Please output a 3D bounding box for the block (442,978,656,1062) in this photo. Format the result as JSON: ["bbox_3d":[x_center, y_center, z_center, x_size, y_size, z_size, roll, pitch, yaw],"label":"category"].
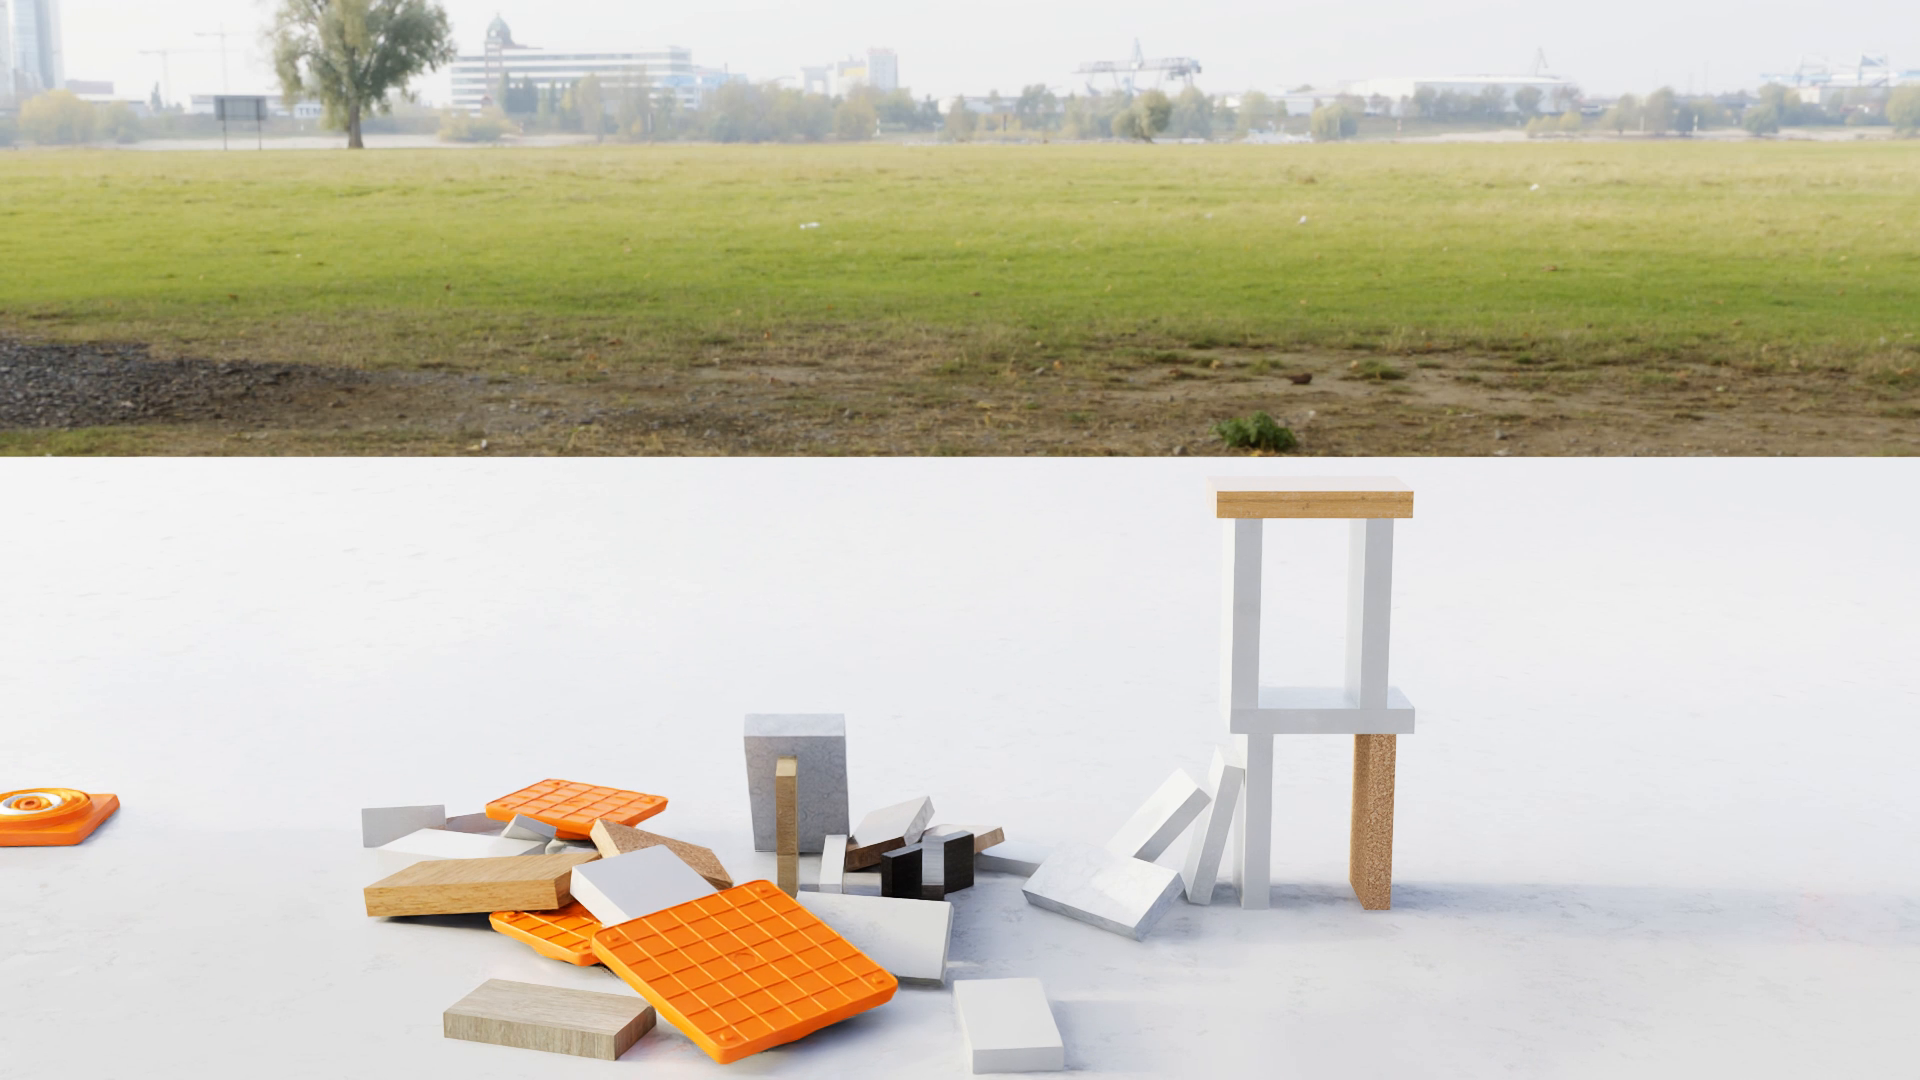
[{"bbox_3d":[-0.578,0.676,3.105,0.265,0.037,0.132,3,11,17],"label":"block"}]

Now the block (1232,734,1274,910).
[{"bbox_3d":[0.484,0.445,3.638,0.042,0.297,0.149,0,11,0],"label":"block"}]

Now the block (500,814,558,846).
[{"bbox_3d":[-0.745,0.509,3.784,0.072,0.020,0.144,23,-28,-13],"label":"block"}]

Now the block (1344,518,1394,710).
[{"bbox_3d":[0.663,0.105,3.576,0.044,0.311,0.155,0,11,0],"label":"block"}]

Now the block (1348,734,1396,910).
[{"bbox_3d":[0.682,0.445,3.638,0.042,0.297,0.148,0,11,0],"label":"block"}]

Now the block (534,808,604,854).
[{"bbox_3d":[-0.661,0.532,3.882,0.128,0.036,0.257,-10,14,-42],"label":"block"}]

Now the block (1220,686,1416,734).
[{"bbox_3d":[0.583,0.278,3.607,0.297,0.042,0.149,0,11,0],"label":"block"}]

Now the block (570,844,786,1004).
[{"bbox_3d":[-0.435,0.581,3.363,0.167,0.047,0.334,-9,28,-41],"label":"block"}]

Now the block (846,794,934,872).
[{"bbox_3d":[-0.127,0.516,3.874,0.120,0.034,0.239,-17,7,13],"label":"block"}]

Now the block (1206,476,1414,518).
[{"bbox_3d":[0.560,-0.070,3.543,0.310,0.044,0.155,0,11,0],"label":"block"}]

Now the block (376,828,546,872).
[{"bbox_3d":[-0.851,0.539,3.753,0.257,0.036,0.128,2,10,25],"label":"block"}]

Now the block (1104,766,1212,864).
[{"bbox_3d":[0.311,0.491,3.662,0.034,0.239,0.120,43,1,-14],"label":"block"}]

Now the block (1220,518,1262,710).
[{"bbox_3d":[0.456,0.105,3.576,0.044,0.311,0.155,0,11,0],"label":"block"}]

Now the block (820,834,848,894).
[{"bbox_3d":[-0.200,0.562,3.492,0.034,0.119,0.238,0,11,-1],"label":"block"}]

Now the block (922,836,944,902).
[{"bbox_3d":[-0.042,0.564,3.486,0.034,0.119,0.238,0,11,-1],"label":"block"}]

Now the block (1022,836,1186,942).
[{"bbox_3d":[0.230,0.562,3.555,0.247,0.035,0.124,11,48,45],"label":"block"}]

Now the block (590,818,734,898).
[{"bbox_3d":[-0.490,0.525,3.620,0.223,0.032,0.112,22,11,-35],"label":"block"}]

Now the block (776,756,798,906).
[{"bbox_3d":[-0.286,0.481,3.642,0.032,0.223,0.112,0,11,-3],"label":"block"}]

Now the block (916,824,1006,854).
[{"bbox_3d":[-0.014,0.522,3.821,0.092,0.026,0.184,-17,5,-36],"label":"block"}]

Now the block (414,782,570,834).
[{"bbox_3d":[-0.866,0.498,4.062,0.257,0.036,0.128,-6,12,-28],"label":"block"}]

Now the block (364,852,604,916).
[{"bbox_3d":[-0.765,0.556,3.554,0.350,0.047,0.167,-6,5,20],"label":"block"}]

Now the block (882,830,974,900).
[{"bbox_3d":[-0.053,0.547,3.648,0.184,0.092,0.026,-10,14,-42],"label":"block"}]

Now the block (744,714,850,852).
[{"bbox_3d":[-0.277,0.420,3.774,0.167,0.334,0.047,0,47,-1],"label":"block"}]

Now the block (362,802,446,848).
[{"bbox_3d":[-0.990,0.507,3.920,0.144,0.072,0.020,-2,11,-10],"label":"block"}]

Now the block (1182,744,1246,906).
[{"bbox_3d":[0.419,0.471,3.648,0.034,0.239,0.120,13,10,-2],"label":"block"}]

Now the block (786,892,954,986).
[{"bbox_3d":[-0.135,0.599,3.308,0.238,0.119,0.034,2,-27,12],"label":"block"}]

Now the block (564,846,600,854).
[{"bbox_3d":[-0.558,0.559,3.686,0.223,0.032,0.112,6,12,-1],"label":"block"}]

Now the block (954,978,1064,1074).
[{"bbox_3d":[0.066,0.680,3.089,0.124,0.035,0.247,-1,11,-6],"label":"block"}]

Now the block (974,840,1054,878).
[{"bbox_3d":[0.088,0.550,3.816,0.184,0.026,0.092,6,12,29],"label":"block"}]
